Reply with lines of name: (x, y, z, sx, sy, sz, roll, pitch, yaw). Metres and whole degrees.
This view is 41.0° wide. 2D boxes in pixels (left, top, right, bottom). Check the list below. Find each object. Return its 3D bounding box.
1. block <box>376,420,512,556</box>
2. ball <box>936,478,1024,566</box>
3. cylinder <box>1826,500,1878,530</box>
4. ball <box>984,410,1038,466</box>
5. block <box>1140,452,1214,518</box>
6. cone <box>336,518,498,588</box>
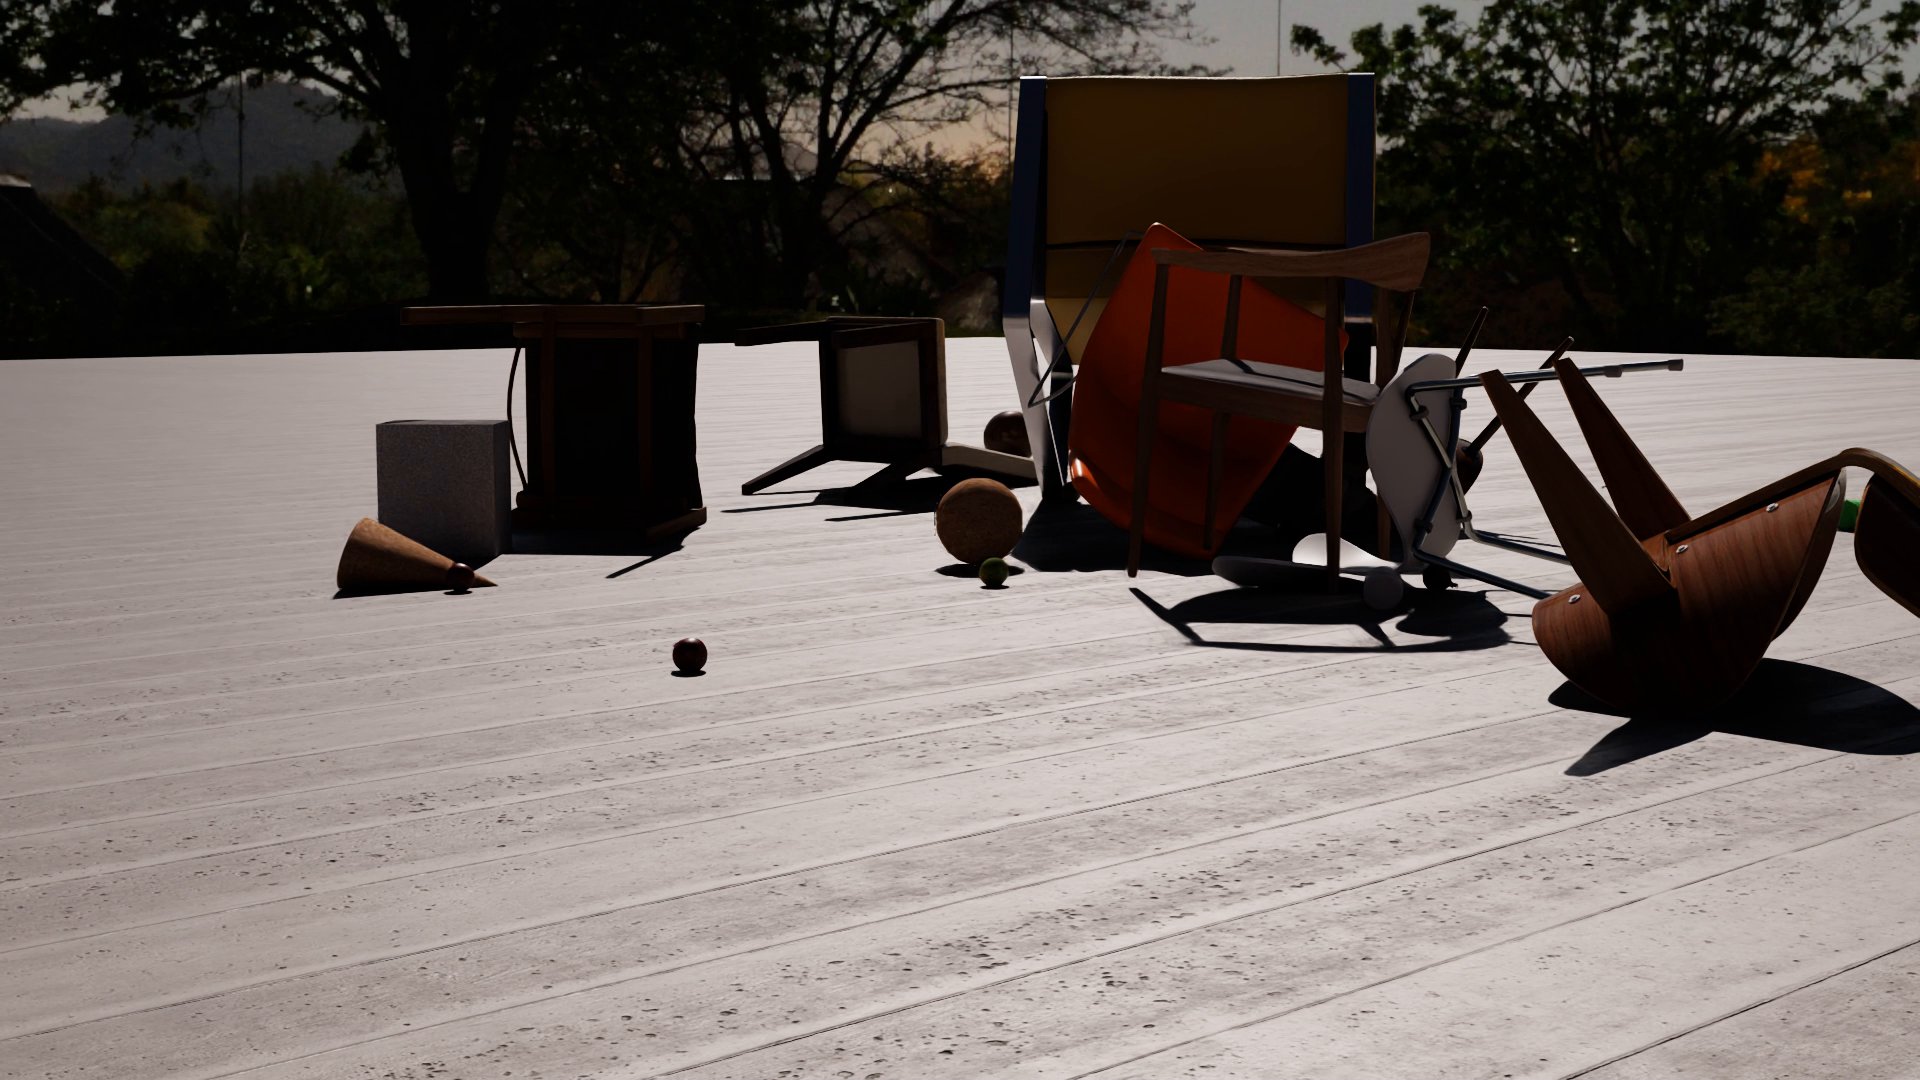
block: (-1.227, -0.126, 6.116, 0.275, 0.311, 0.202, 0, 6, 1)
ball: (0.044, -0.043, 5.848, 0.200, 0.200, 0.200, 0, 6, 0)
cylinder: (2.321, -0.066, 6.675, 0.069, 0.076, 0.116, -3, -2, -28)
ball: (0.177, -0.353, 8.900, 0.192, 0.192, 0.192, 0, 6, 0)
block: (0.598, -0.154, 7.093, 0.161, 0.166, 0.126, -5, 8, -41)
cone: (-1.133, 0.062, 5.454, 0.317, 0.141, 0.262, 13, 17, -2)
